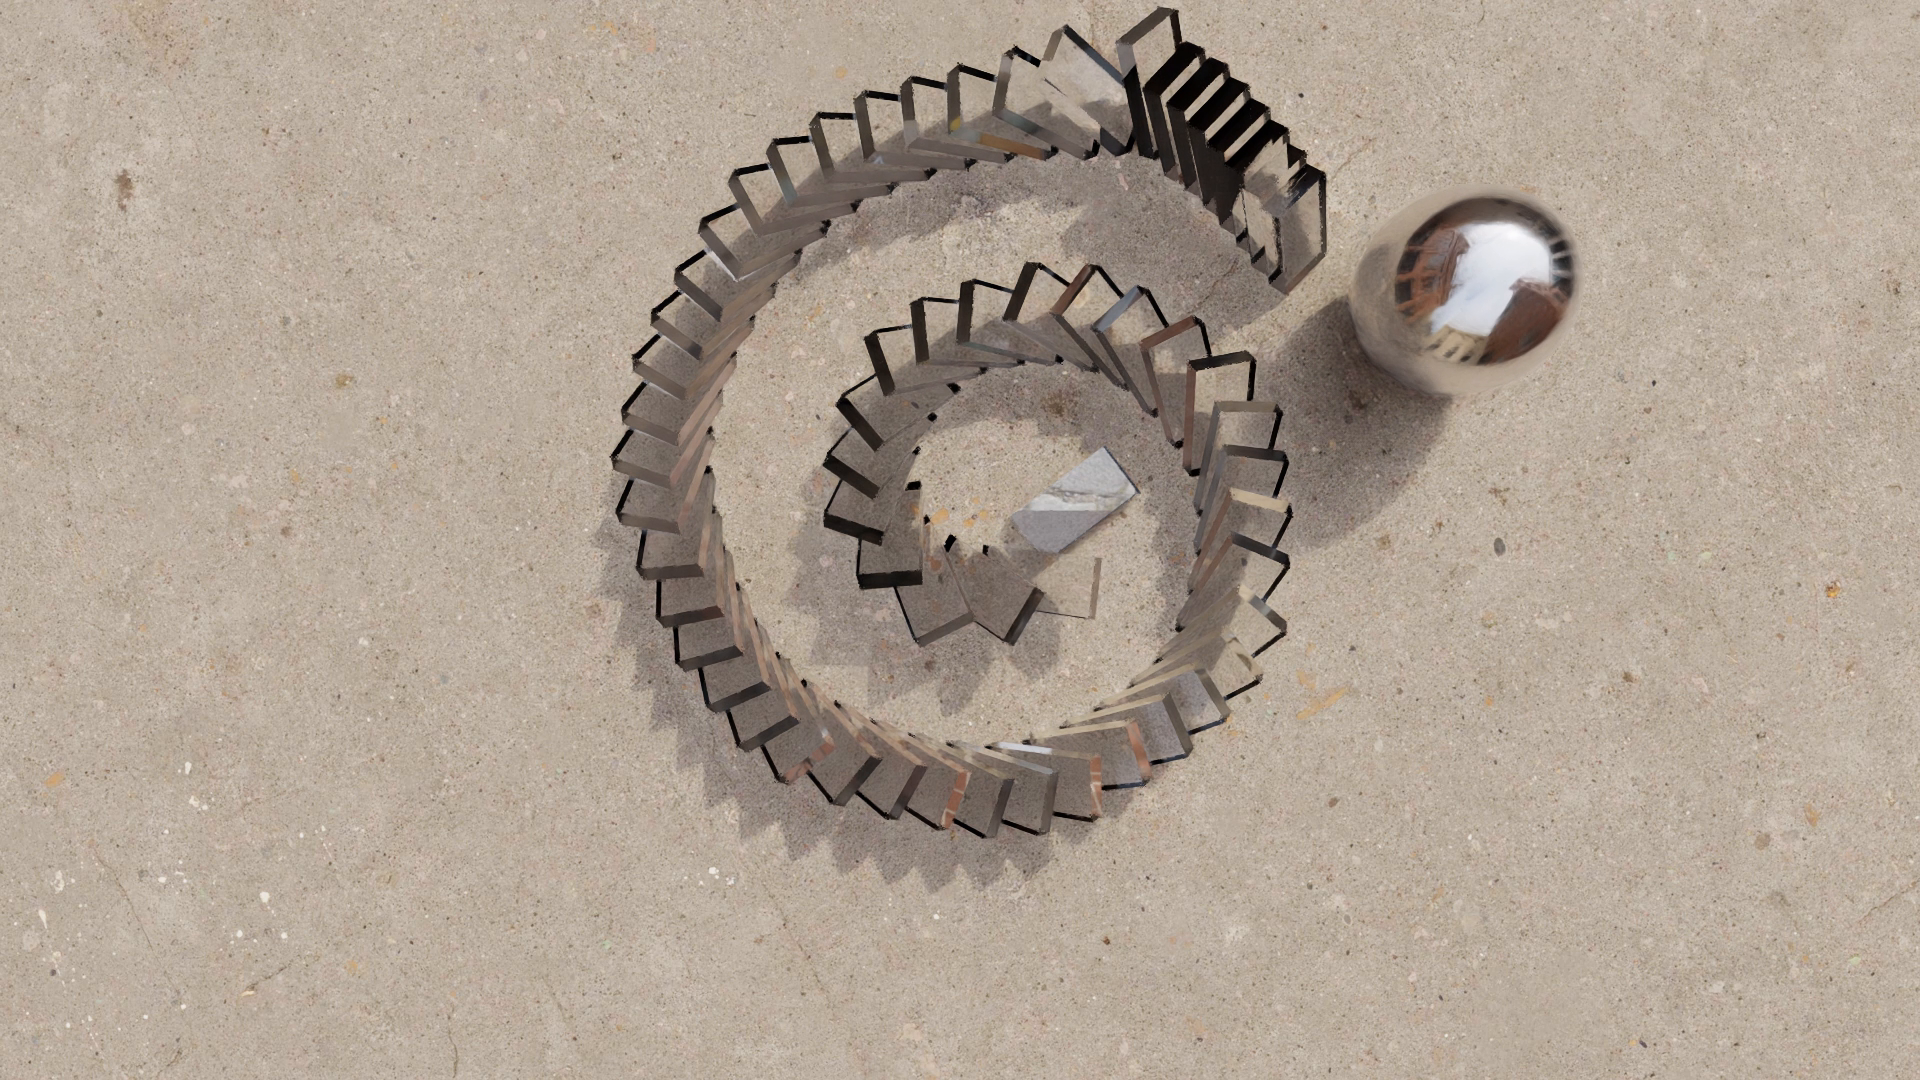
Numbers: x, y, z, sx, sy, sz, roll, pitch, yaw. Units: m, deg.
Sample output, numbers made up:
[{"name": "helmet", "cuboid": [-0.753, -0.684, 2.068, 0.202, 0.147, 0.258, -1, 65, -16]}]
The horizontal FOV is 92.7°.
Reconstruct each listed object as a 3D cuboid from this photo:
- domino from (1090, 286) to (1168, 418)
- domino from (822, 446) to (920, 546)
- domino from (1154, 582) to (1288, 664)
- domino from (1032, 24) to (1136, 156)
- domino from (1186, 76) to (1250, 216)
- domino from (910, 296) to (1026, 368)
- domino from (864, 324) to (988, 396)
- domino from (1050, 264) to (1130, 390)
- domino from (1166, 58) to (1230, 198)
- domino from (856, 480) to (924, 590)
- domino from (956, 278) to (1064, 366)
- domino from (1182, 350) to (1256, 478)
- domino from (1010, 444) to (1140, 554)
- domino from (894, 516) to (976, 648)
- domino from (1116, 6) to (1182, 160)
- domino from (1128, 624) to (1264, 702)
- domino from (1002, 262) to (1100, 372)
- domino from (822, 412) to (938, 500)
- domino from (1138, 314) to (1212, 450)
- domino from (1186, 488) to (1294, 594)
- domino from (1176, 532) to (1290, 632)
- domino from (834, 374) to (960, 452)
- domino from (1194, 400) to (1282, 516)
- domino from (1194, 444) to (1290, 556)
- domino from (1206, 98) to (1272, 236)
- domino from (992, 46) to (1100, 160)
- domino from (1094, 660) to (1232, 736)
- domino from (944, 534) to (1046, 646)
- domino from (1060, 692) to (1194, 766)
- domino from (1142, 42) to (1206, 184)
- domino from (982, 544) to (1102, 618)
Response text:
[{"name": "domino", "cuboid": [0.077, -0.078, 0.382, 0.025, 0.009, 0.050, -42, 126, 0]}, {"name": "domino", "cuboid": [-0.036, -0.023, 0.380, 0.025, 0.009, 0.050, 19, 51, 1]}, {"name": "domino", "cuboid": [0.108, 0.043, 0.382, 0.025, 0.009, 0.050, 41, 125, -1]}, {"name": "domino", "cuboid": [0.055, -0.186, 0.381, 0.050, 0.009, 0.025, 25, 82, -31]}, {"name": "domino", "cuboid": [0.109, -0.160, 0.376, 0.025, 0.050, 0.009, -46, 60, 0]}, {"name": "domino", "cuboid": [0.004, -0.086, 0.381, 0.050, 0.010, 0.025, -6, 89, -36]}, {"name": "domino", "cuboid": [-0.013, -0.077, 0.381, 0.050, 0.010, 0.025, -19, 89, -37]}, {"name": "domino", "cuboid": [0.062, -0.088, 0.381, 0.050, 0.010, 0.025, 38, 89, -36]}, {"name": "domino", "cuboid": [0.101, -0.168, 0.376, 0.025, 0.050, 0.010, -47, 60, 0]}, {"name": "domino", "cuboid": [-0.028, -0.003, 0.379, 0.025, 0.010, 0.050, -5, 47, 4]}, {"name": "domino", "cuboid": [0.022, -0.090, 0.382, 0.050, 0.010, 0.025, 5, 90, -36]}, {"name": "domino", "cuboid": [0.107, -0.052, 0.380, 0.025, 0.009, 0.050, -11, 127, -4]}, {"name": "domino", "cuboid": [0.049, -0.016, 0.395, 0.050, 0.010, 0.025, -37, 90, 0]}, {"name": "domino", "cuboid": [-0.015, 0.017, 0.382, 0.025, 0.010, 0.050, -27, 59, 6]}, {"name": "domino", "cuboid": [0.081, -0.186, 0.376, 0.025, 0.050, 0.010, -42, 49, -10]}, {"name": "domino", "cuboid": [0.097, 0.058, 0.382, 0.050, 0.010, 0.025, -39, 91, 35]}, {"name": "domino", "cuboid": [0.043, -0.092, 0.381, 0.050, 0.010, 0.025, 22, 90, -37]}, {"name": "domino", "cuboid": [-0.032, -0.042, 0.381, 0.025, 0.009, 0.050, 34, 52, 0]}, {"name": "domino", "cuboid": [0.094, -0.065, 0.382, 0.025, 0.010, 0.050, -26, 124, 0]}, {"name": "domino", "cuboid": [0.116, 0.004, 0.382, 0.025, 0.010, 0.050, 15, 125, 0]}, {"name": "domino", "cuboid": [0.113, 0.022, 0.382, 0.025, 0.010, 0.050, 23, 125, 0]}, {"name": "domino", "cuboid": [-0.025, -0.060, 0.381, 0.025, 0.009, 0.050, 50, 53, 0]}, {"name": "domino", "cuboid": [0.115, -0.033, 0.381, 0.025, 0.009, 0.050, 1, 125, -2]}, {"name": "domino", "cuboid": [0.116, -0.015, 0.382, 0.025, 0.009, 0.050, 6, 125, 0]}, {"name": "domino", "cuboid": [0.116, -0.152, 0.376, 0.025, 0.050, 0.009, -45, 60, 0]}, {"name": "domino", "cuboid": [0.038, -0.181, 0.383, 0.050, 0.010, 0.025, 11, 89, -32]}, {"name": "domino", "cuboid": [0.084, 0.071, 0.382, 0.050, 0.010, 0.025, -31, 90, 34]}, {"name": "domino", "cuboid": [0.009, 0.020, 0.381, 0.050, 0.010, 0.025, 32, 92, 37]}, {"name": "domino", "cuboid": [0.069, 0.082, 0.382, 0.050, 0.009, 0.025, -24, 90, 34]}, {"name": "domino", "cuboid": [0.092, -0.174, 0.376, 0.025, 0.050, 0.010, -47, 60, 0]}, {"name": "domino", "cuboid": [0.033, 0.017, 0.385, 0.050, 0.009, 0.025, 6, 90, 26]}]
